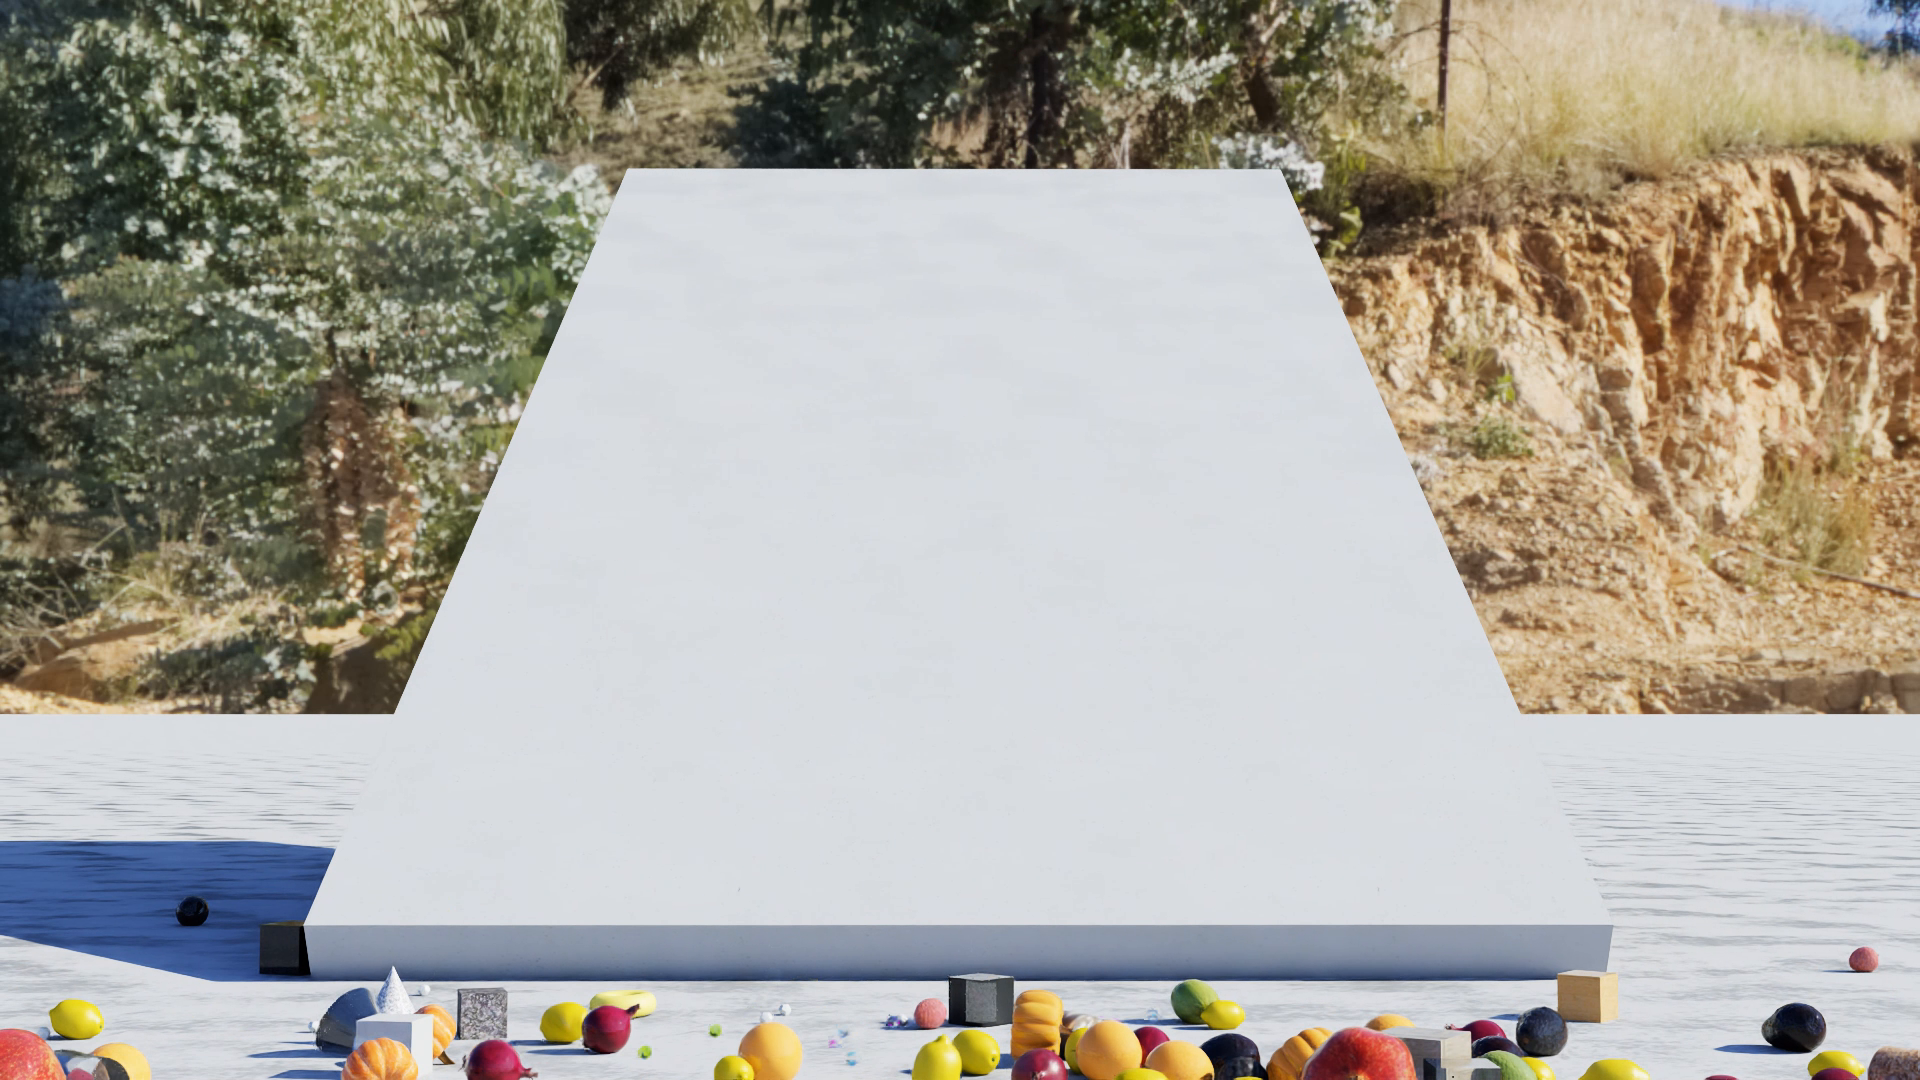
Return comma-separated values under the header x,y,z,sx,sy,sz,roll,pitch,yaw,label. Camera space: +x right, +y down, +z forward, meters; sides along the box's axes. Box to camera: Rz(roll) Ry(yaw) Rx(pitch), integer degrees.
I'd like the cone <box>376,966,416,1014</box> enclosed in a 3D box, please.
x,y,z,sx,sy,sz,roll,pitch,yaw,label
-0.707,0.579,2.928,0.096,0.096,0.096,0,-4,0,cone

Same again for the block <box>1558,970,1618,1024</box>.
x,y,z,sx,sy,sz,roll,pitch,yaw,label
0.845,0.614,3.163,0.060,0.060,0.060,-3,-5,37,block

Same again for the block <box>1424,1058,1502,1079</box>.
x,y,z,sx,sy,sz,roll,pitch,yaw,label
0.500,0.553,2.340,0.064,0.064,0.064,0,-4,0,block

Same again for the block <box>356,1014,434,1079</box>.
x,y,z,sx,sy,sz,roll,pitch,yaw,label
-0.643,0.577,2.673,0.065,0.065,0.065,-1,-4,8,block

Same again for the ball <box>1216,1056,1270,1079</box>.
x,y,z,sx,sy,sz,roll,pitch,yaw,label
0.294,0.565,2.440,0.055,0.055,0.055,0,-4,0,ball

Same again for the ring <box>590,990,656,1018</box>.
x,y,z,sx,sy,sz,roll,pitch,yaw,label
-0.459,0.632,3.198,0.091,0.030,0.091,-1,-4,0,ring

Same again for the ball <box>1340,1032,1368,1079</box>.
x,y,z,sx,sy,sz,roll,pitch,yaw,label
0.452,0.579,2.628,0.054,0.054,0.054,0,-4,0,ball

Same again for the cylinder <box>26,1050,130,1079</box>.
x,y,z,sx,sy,sz,roll,pitch,yaw,label
-0.874,0.547,2.328,0.076,0.076,0.076,-4,-6,43,cylinder

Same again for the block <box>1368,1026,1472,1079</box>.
x,y,z,sx,sy,sz,roll,pitch,yaw,label
0.477,0.552,2.435,0.081,0.081,0.081,-3,-5,34,block

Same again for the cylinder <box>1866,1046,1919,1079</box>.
x,y,z,sx,sy,sz,roll,pitch,yaw,label
0.970,0.553,2.377,0.071,0.071,0.071,3,-5,-38,cylinder

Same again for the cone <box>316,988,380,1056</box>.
x,y,z,sx,sy,sz,roll,pitch,yaw,label
-0.708,0.600,2.820,0.090,0.090,0.090,28,10,28,cone

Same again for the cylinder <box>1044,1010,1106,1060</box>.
x,y,z,sx,sy,sz,roll,pitch,yaw,label
0.139,0.593,2.813,0.053,0.053,0.053,3,-5,-33,cylinder

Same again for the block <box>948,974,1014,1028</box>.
x,y,z,sx,sy,sz,roll,pitch,yaw,label
0.028,0.610,3.115,0.061,0.061,0.061,-4,-6,43,block

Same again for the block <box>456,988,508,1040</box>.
x,y,z,sx,sy,sz,roll,pitch,yaw,label
-0.609,0.603,2.994,0.058,0.058,0.058,1,-4,-17,block

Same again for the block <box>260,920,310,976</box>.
x,y,z,sx,sy,sz,roll,pitch,yaw,label
-1.052,0.646,3.720,0.077,0.077,0.077,-2,-4,23,block

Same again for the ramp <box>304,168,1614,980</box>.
x,y,z,sx,sy,sz,roll,pitch,yaw,label
-0.009,-0.229,5.413,2.000,0.100,4.000,0,26,0,ramp
